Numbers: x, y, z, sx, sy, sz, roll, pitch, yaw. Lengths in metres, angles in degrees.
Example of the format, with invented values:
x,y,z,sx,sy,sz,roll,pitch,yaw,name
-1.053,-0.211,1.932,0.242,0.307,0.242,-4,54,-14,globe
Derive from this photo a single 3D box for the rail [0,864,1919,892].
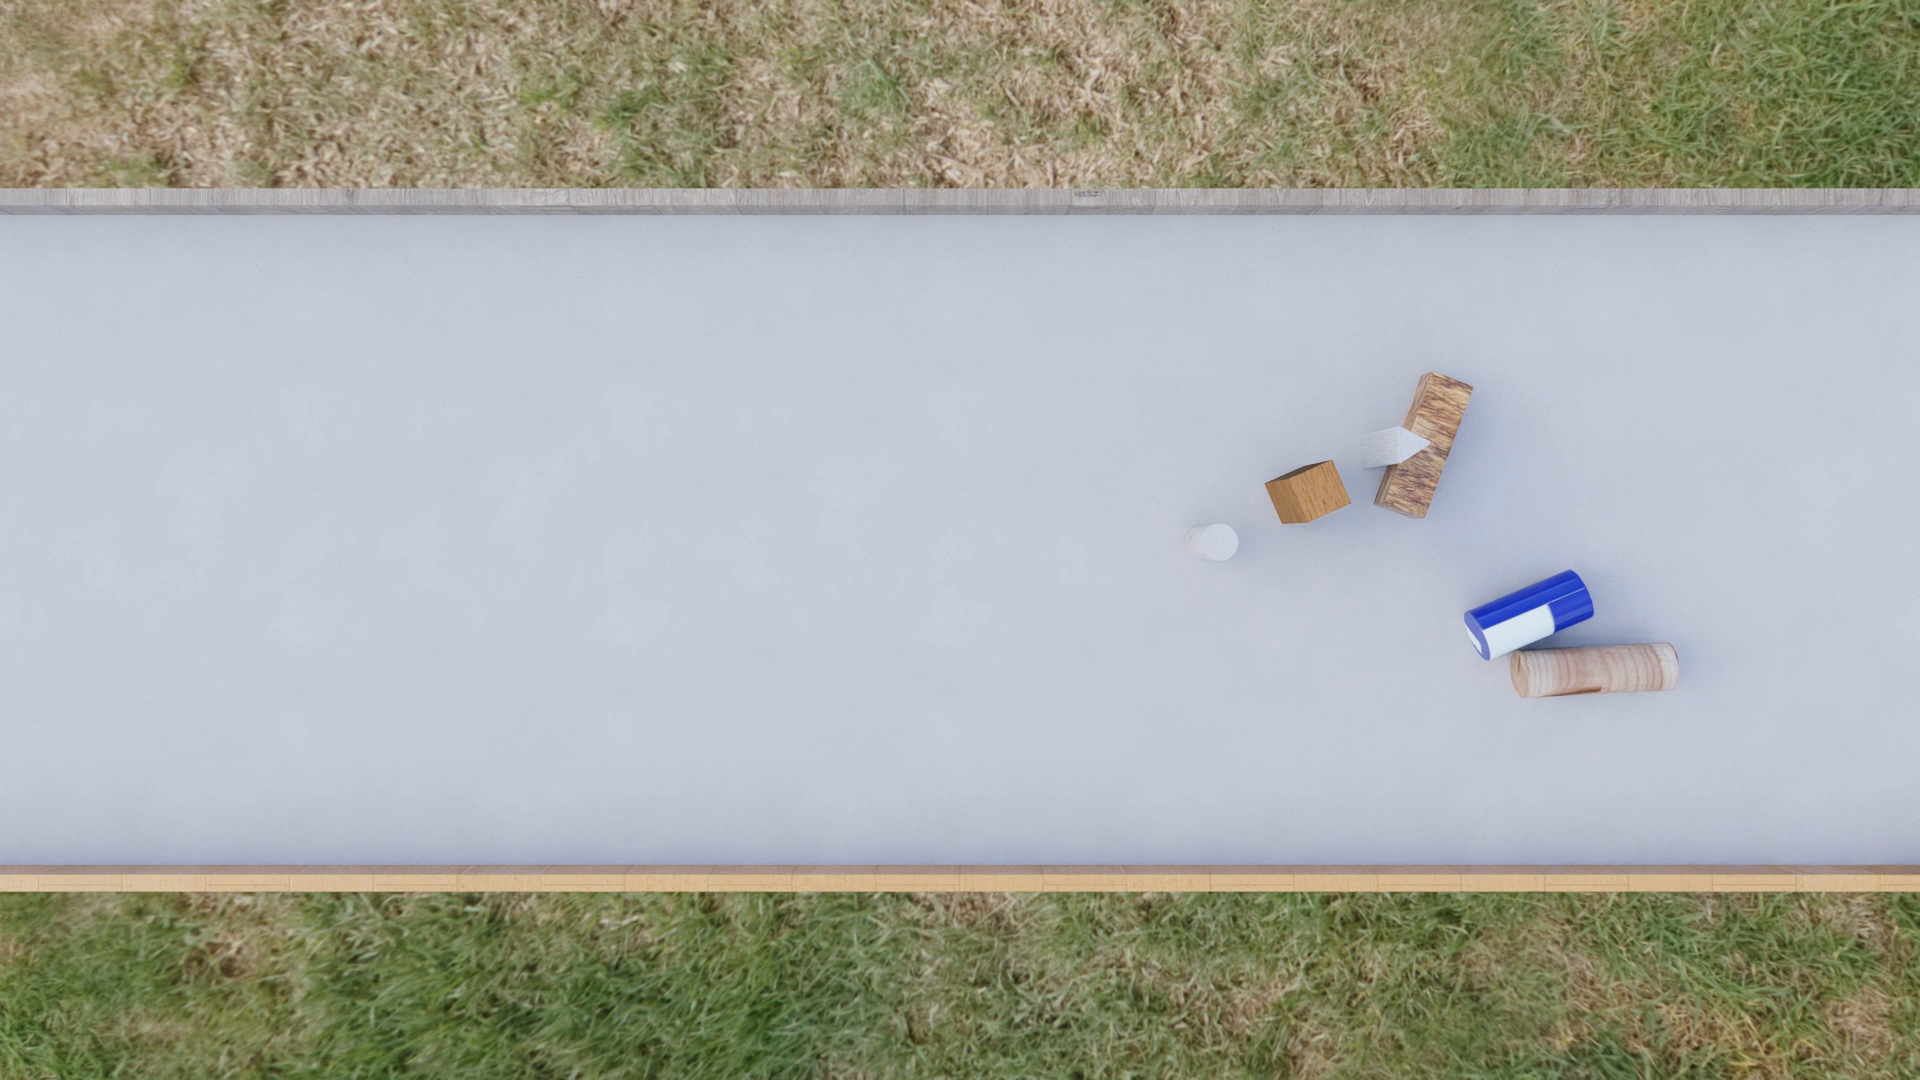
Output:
x,y,z,sx,sy,sz,roll,pitch,yaw,name
-2.247,1.025,5.001,12.000,0.150,0.050,0,90,0,rail

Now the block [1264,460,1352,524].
x,y,z,sx,sy,sz,roll,pitch,yaw,name
1.026,-0.139,4.887,0.136,0.379,0.136,-24,90,0,block

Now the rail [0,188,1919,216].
x,y,z,sx,sy,sz,roll,pitch,yaw,name
-2.247,-1.025,5.002,12.000,0.150,0.050,0,90,0,rail

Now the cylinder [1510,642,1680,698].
x,y,z,sx,sy,sz,roll,pitch,yaw,name
1.922,0.394,5.003,0.456,0.147,0.147,-3,90,0,cylinder

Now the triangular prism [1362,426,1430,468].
x,y,z,sx,sy,sz,roll,pitch,yaw,name
1.263,-0.285,4.872,0.104,0.409,0.090,-33,90,0,triangular prism

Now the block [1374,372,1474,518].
x,y,z,sx,sy,sz,roll,pitch,yaw,name
1.407,-0.286,5.011,0.130,0.130,0.422,20,90,0,block

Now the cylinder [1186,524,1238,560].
x,y,z,sx,sy,sz,roll,pitch,yaw,name
0.747,0.006,4.910,0.107,0.333,0.107,0,90,0,cylinder

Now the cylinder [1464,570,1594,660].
x,y,z,sx,sy,sz,roll,pitch,yaw,name
1.721,0.227,4.996,0.337,0.161,0.161,-23,90,0,cylinder
